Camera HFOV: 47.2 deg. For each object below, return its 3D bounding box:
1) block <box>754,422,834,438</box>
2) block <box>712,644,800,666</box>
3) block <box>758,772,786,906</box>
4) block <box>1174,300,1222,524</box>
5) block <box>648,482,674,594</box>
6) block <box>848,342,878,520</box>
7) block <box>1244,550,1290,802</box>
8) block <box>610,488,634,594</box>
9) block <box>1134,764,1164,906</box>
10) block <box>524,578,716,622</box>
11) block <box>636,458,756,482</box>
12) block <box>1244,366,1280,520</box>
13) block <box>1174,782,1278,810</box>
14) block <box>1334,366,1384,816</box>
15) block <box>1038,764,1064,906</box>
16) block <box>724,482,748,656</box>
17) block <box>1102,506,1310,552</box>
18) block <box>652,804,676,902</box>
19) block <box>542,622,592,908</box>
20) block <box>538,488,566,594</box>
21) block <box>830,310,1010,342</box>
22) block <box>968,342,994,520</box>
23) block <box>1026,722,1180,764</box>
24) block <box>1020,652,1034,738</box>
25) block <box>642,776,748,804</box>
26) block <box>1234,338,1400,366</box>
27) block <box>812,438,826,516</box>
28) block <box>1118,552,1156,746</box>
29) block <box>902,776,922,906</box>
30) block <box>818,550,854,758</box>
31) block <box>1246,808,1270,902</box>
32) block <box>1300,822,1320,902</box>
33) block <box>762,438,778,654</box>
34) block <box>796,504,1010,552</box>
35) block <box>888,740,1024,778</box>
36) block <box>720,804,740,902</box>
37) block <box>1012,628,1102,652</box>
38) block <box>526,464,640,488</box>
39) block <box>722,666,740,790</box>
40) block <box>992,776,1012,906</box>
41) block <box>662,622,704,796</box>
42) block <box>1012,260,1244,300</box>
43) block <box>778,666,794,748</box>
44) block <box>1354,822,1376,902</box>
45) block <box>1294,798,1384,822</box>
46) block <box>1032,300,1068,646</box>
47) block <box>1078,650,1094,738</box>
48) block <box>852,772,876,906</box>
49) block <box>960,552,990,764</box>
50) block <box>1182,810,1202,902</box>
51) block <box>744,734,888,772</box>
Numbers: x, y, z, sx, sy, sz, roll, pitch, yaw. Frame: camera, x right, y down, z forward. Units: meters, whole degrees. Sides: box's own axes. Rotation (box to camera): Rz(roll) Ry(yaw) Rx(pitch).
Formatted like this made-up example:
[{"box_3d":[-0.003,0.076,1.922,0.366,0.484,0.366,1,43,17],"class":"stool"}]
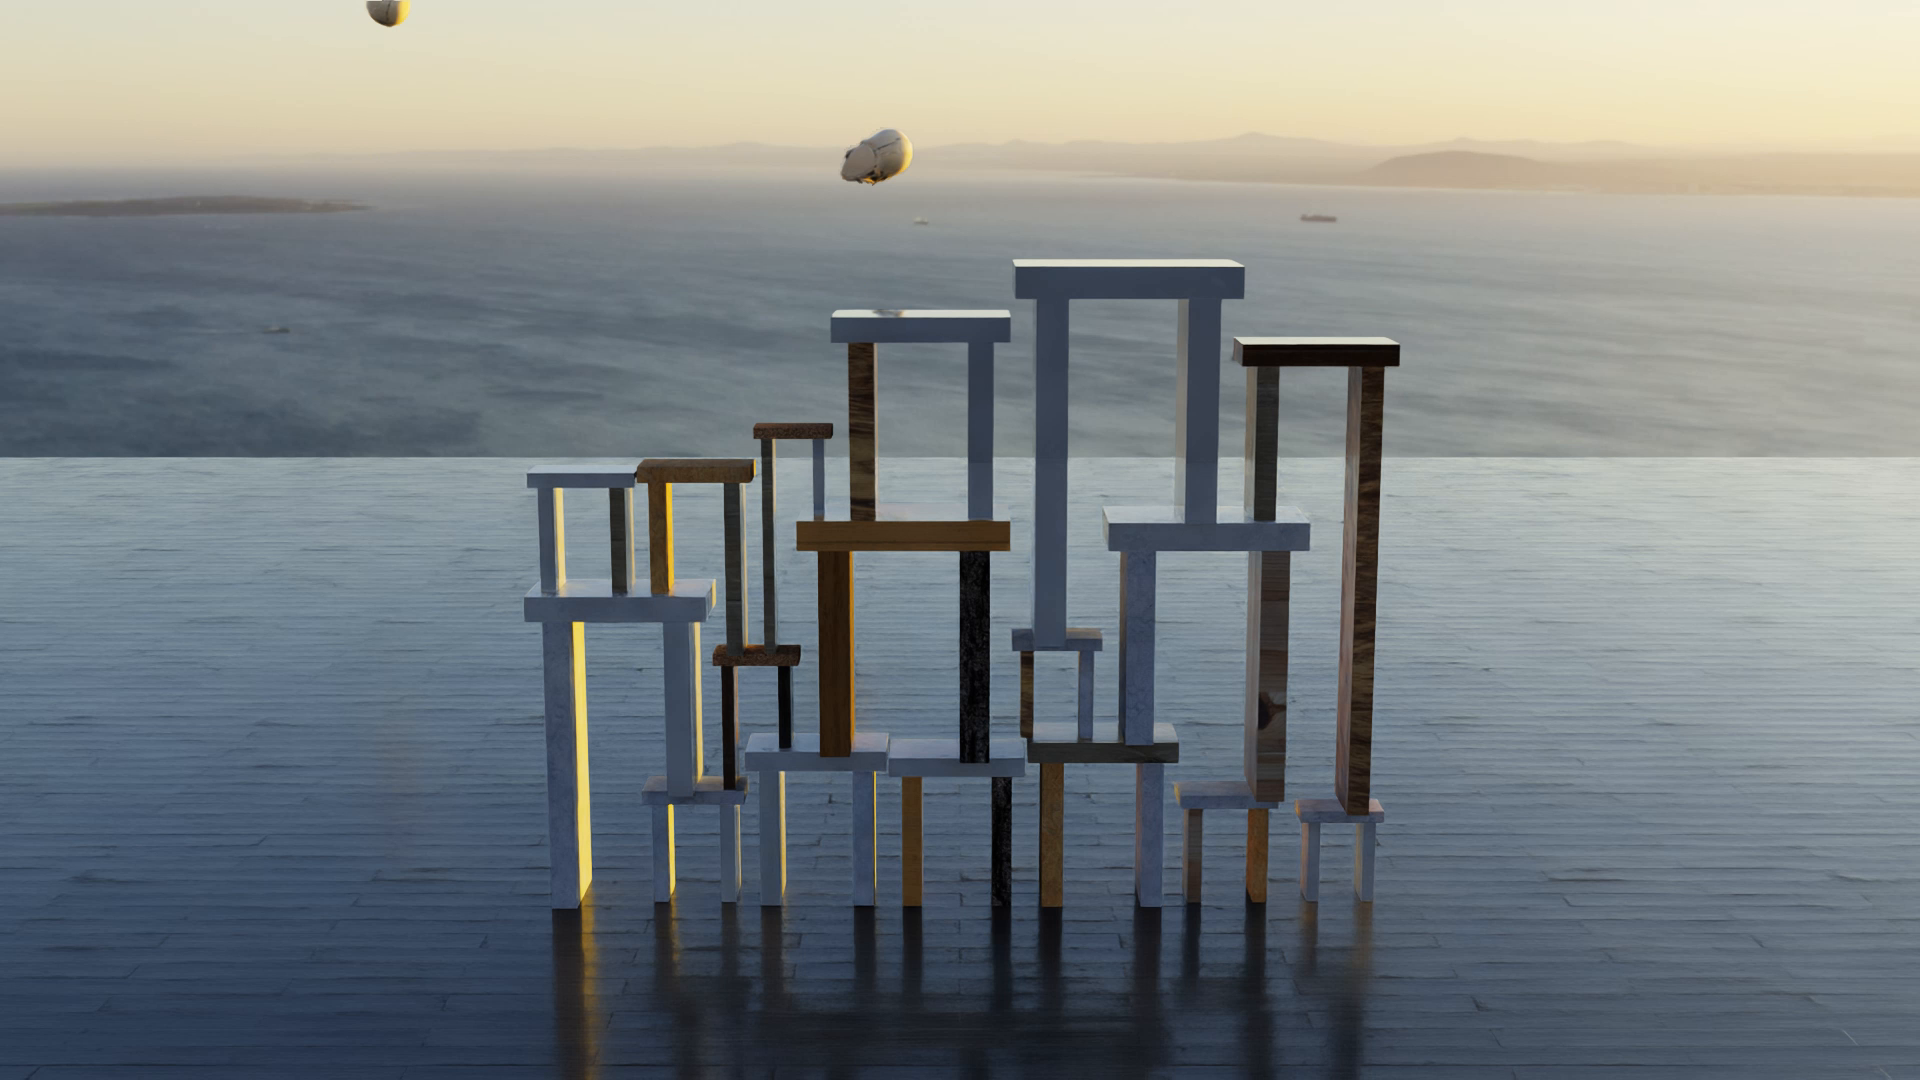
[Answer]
[{"box_3d":[-0.267,-0.175,3.525,0.123,0.017,0.062,0,11,0],"class":"block"},{"box_3d":[-0.331,0.188,3.595,0.138,0.020,0.069,0,11,0],"class":"block"},{"box_3d":[-0.311,0.477,3.649,0.032,0.229,0.114,0,11,0],"class":"block"},{"box_3d":[0.379,-0.215,3.518,0.050,0.354,0.177,0,11,0],"class":"block"},{"box_3d":[-0.483,-0.010,3.556,0.025,0.180,0.090,0,11,0],"class":"block"},{"box_3d":[-0.154,-0.183,3.522,0.040,0.280,0.140,0,11,0],"class":"block"},{"box_3d":[0.501,0.206,3.597,0.045,0.413,0.159,0,11,0],"class":"block"},{"box_3d":[-0.547,-0.006,3.559,0.024,0.171,0.086,0,11,0],"class":"block"},{"box_3d":[0.314,0.471,3.644,0.035,0.244,0.122,0,11,0],"class":"block"},{"box_3d":[-0.550,0.098,3.578,0.290,0.041,0.145,0,11,0],"class":"block"},{"box_3d":[-0.423,-0.111,3.538,0.180,0.026,0.090,0,11,0],"class":"block"},{"box_3d":[0.484,-0.163,3.531,0.035,0.246,0.123,0,11,0],"class":"block"},{"box_3d":[0.440,0.421,3.633,0.161,0.023,0.081,0,11,-1],"class":"block"},{"box_3d":[0.648,0.077,3.575,0.035,0.733,0.123,0,10,0],"class":"block"},{"box_3d":[0.151,0.471,3.644,0.035,0.244,0.122,0,11,0],"class":"block"},{"box_3d":[-0.363,0.040,3.566,0.025,0.283,0.090,0,11,0],"class":"block"},{"box_3d":[0.395,-0.019,3.556,0.319,0.045,0.159,0,11,0],"class":"block"},{"box_3d":[-0.493,0.508,3.656,0.024,0.167,0.083,0,11,0],"class":"block"},{"box_3d":[-0.647,0.354,3.626,0.041,0.480,0.145,0,11,0],"class":"block"},{"box_3d":[-0.661,-0.006,3.559,0.024,0.171,0.086,0,11,0],"class":"block"},{"box_3d":[-0.061,-0.340,3.494,0.280,0.040,0.140,0,11,0],"class":"block"},{"box_3d":[0.033,-0.182,3.522,0.040,0.280,0.140,0,11,0],"class":"block"},{"box_3d":[0.232,0.334,3.619,0.244,0.035,0.122,0,11,0],"class":"block"},{"box_3d":[0.109,0.244,3.607,0.021,0.146,0.073,0,11,0],"class":"block"},{"box_3d":[-0.437,0.414,3.639,0.167,0.024,0.083,0,11,0],"class":"block"},{"box_3d":[0.566,-0.300,3.505,0.246,0.035,0.123,0,11,0],"class":"block"},{"box_3d":[-0.226,-0.106,3.538,0.017,0.123,0.062,0,11,0],"class":"block"},{"box_3d":[0.288,0.159,3.590,0.045,0.319,0.159,0,11,0],"class":"block"},{"box_3d":[-0.078,0.482,3.645,0.031,0.221,0.110,0,11,0],"class":"block"},{"box_3d":[-0.201,0.168,3.588,0.048,0.338,0.169,0,11,0],"class":"block"},{"box_3d":[0.494,0.511,3.652,0.023,0.161,0.081,0,11,0],"class":"block"},{"box_3d":[0.582,0.524,3.653,0.019,0.136,0.068,0,11,0],"class":"block"},{"box_3d":[-0.308,0.006,3.559,0.017,0.351,0.062,0,11,0],"class":"block"},{"box_3d":[-0.089,-0.021,3.553,0.338,0.048,0.169,0,11,0],"class":"block"},{"box_3d":[-0.005,0.359,3.620,0.221,0.031,0.110,0,11,0],"class":"block"},{"box_3d":[-0.382,0.508,3.656,0.024,0.167,0.083,0,11,0],"class":"block"},{"box_3d":[0.158,0.163,3.590,0.146,0.021,0.073,0,11,0],"class":"block"},{"box_3d":[-0.604,-0.103,3.542,0.171,0.024,0.086,0,11,0],"class":"block"},{"box_3d":[-0.377,0.300,3.616,0.020,0.209,0.069,0,11,0],"class":"block"},{"box_3d":[0.069,0.482,3.645,0.031,0.221,0.110,0,11,0],"class":"block"},{"box_3d":[-0.454,0.260,3.609,0.041,0.290,0.145,0,11,0],"class":"block"},{"box_3d":[0.262,-0.413,3.480,0.354,0.050,0.177,0,11,0],"class":"block"},{"box_3d":[-0.285,0.265,3.609,0.020,0.138,0.069,0,10,0],"class":"block"},{"box_3d":[0.672,0.524,3.653,0.019,0.136,0.068,0,11,0],"class":"block"},{"box_3d":[0.627,0.448,3.639,0.136,0.019,0.068,0,10,0],"class":"block"},{"box_3d":[0.144,-0.118,3.534,0.050,0.551,0.177,0,11,0],"class":"block"},{"box_3d":[0.206,0.244,3.607,0.021,0.146,0.073,0,11,0],"class":"block"},{"box_3d":[-0.158,0.477,3.649,0.032,0.229,0.114,0,11,0],"class":"block"},{"box_3d":[0.024,0.173,3.588,0.048,0.347,0.169,0,11,0],"class":"block"},{"box_3d":[0.386,0.511,3.652,0.023,0.161,0.081,0,11,0],"class":"block"},{"box_3d":[-0.234,0.349,3.625,0.229,0.032,0.114,0,11,0],"class":"block"}]
